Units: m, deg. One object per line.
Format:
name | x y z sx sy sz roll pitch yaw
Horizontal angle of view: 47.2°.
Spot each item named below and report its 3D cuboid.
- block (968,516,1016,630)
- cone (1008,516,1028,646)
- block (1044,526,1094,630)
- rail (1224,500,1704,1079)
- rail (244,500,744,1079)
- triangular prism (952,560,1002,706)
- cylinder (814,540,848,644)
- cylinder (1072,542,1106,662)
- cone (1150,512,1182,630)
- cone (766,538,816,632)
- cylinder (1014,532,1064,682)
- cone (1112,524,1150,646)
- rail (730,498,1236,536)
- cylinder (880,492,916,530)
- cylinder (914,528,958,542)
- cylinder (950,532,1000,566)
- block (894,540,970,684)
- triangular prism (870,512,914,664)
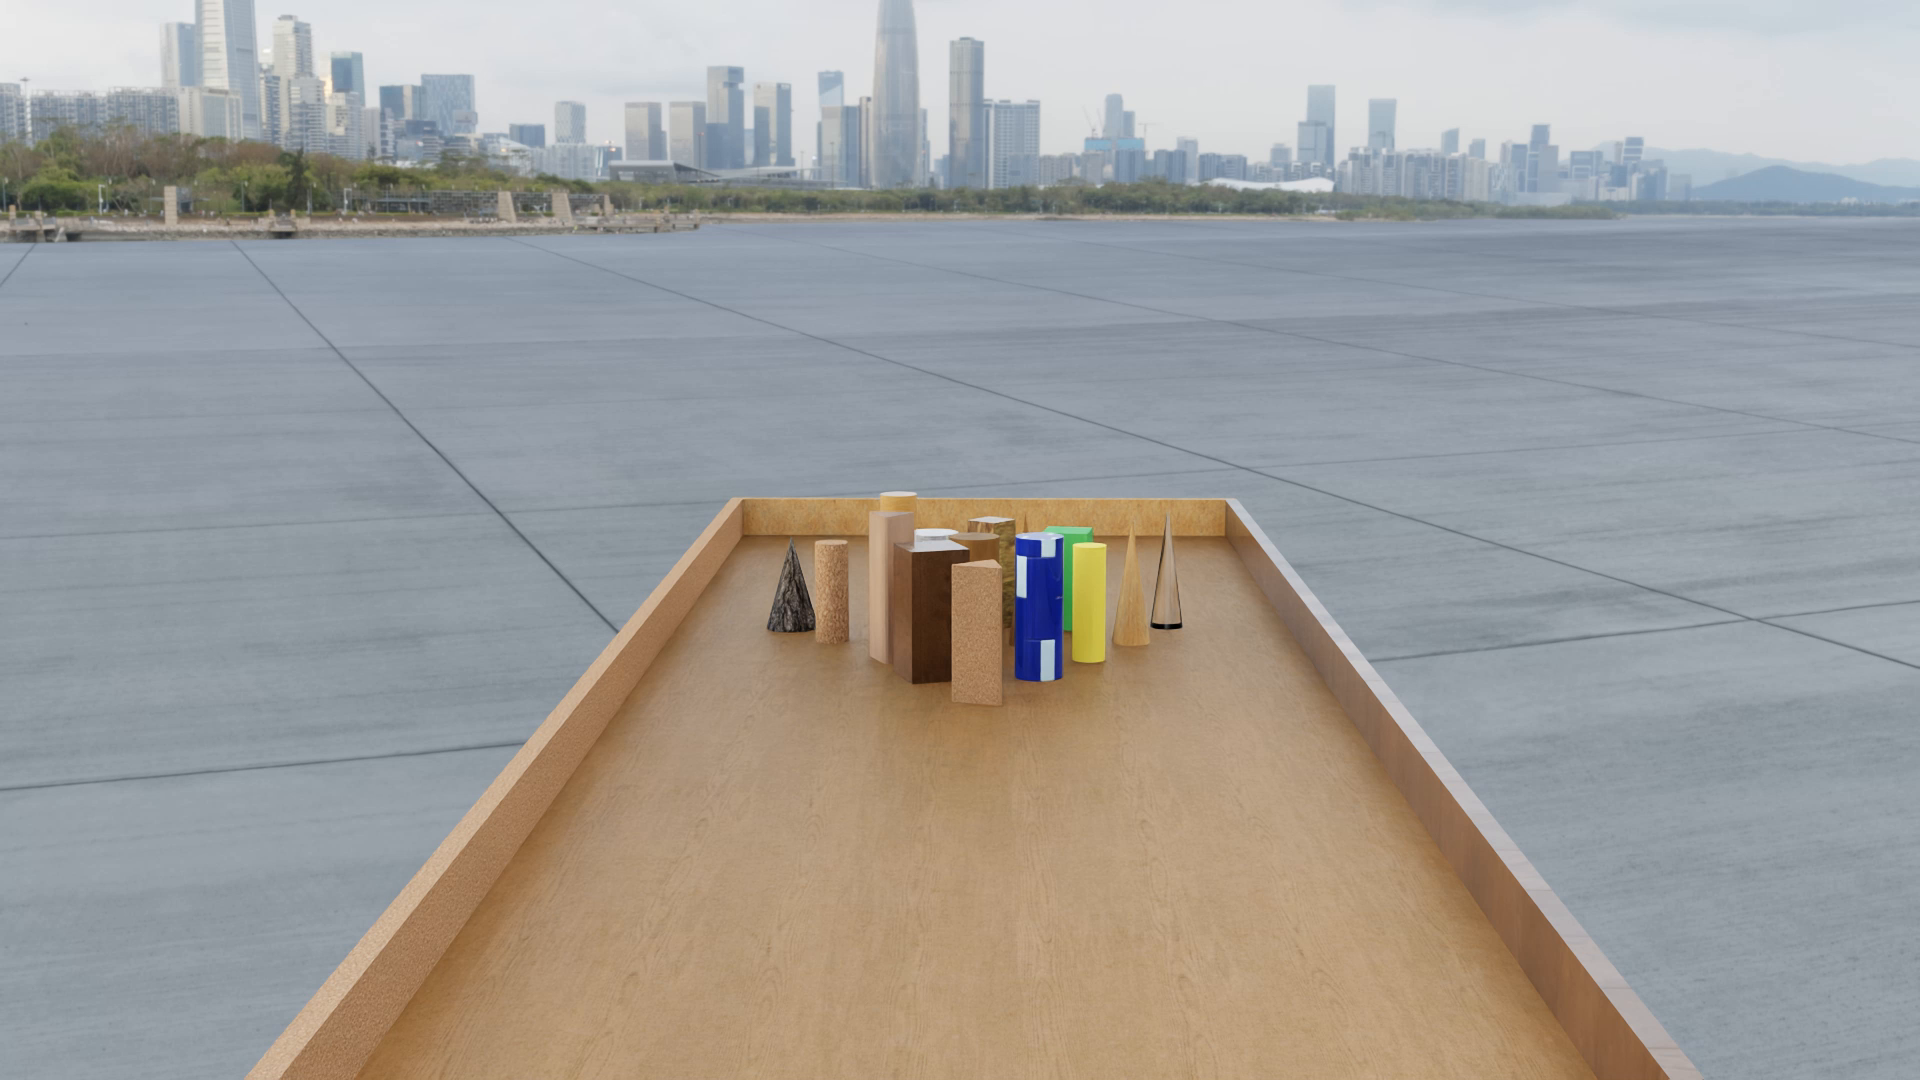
block | 0.103 0.109 7.184 0.112 0.355 0.112 7 12 38
cone | 0.205 0.119 6.903 0.102 0.424 0.102 0 9 0
block | 0.351 0.125 7.201 0.148 0.319 0.148 2 9 11
rail | 1.046 0.843 3.208 0.050 0.150 12.000 0 9 1
rail | -1.004 0.839 3.234 0.050 0.150 12.000 0 9 1
triangular prism | 0.069 0.255 6.161 0.147 0.387 0.127 4 10 22
cylinder | -0.405 0.163 6.967 0.105 0.317 0.105 0 9 0
cylinder | 0.393 0.190 6.688 0.102 0.352 0.102 0 9 0
cone | 0.677 0.086 7.189 0.107 0.400 0.107 0 9 0
cone | -0.549 0.136 7.180 0.170 0.303 0.170 0 9 0
cylinder | 0.232 0.195 6.444 0.143 0.418 0.143 0 9 0
cone | 0.542 0.129 6.942 0.122 0.392 0.122 0 9 0
rail | 0.099 -0.098 9.147 2.100 0.150 0.050 0 9 1
cylinder | -0.200 0.067 7.189 0.119 0.438 0.119 0 9 0
cylinder | -0.082 0.149 6.944 0.154 0.352 0.154 0 9 0
cylinder | 0.043 0.174 6.708 0.153 0.376 0.153 0 9 0
block | -0.084 0.209 6.451 0.176 0.388 0.176 -3 10 -19
triangular prism | -0.228 0.140 6.692 0.119 0.449 0.137 7 11 36
